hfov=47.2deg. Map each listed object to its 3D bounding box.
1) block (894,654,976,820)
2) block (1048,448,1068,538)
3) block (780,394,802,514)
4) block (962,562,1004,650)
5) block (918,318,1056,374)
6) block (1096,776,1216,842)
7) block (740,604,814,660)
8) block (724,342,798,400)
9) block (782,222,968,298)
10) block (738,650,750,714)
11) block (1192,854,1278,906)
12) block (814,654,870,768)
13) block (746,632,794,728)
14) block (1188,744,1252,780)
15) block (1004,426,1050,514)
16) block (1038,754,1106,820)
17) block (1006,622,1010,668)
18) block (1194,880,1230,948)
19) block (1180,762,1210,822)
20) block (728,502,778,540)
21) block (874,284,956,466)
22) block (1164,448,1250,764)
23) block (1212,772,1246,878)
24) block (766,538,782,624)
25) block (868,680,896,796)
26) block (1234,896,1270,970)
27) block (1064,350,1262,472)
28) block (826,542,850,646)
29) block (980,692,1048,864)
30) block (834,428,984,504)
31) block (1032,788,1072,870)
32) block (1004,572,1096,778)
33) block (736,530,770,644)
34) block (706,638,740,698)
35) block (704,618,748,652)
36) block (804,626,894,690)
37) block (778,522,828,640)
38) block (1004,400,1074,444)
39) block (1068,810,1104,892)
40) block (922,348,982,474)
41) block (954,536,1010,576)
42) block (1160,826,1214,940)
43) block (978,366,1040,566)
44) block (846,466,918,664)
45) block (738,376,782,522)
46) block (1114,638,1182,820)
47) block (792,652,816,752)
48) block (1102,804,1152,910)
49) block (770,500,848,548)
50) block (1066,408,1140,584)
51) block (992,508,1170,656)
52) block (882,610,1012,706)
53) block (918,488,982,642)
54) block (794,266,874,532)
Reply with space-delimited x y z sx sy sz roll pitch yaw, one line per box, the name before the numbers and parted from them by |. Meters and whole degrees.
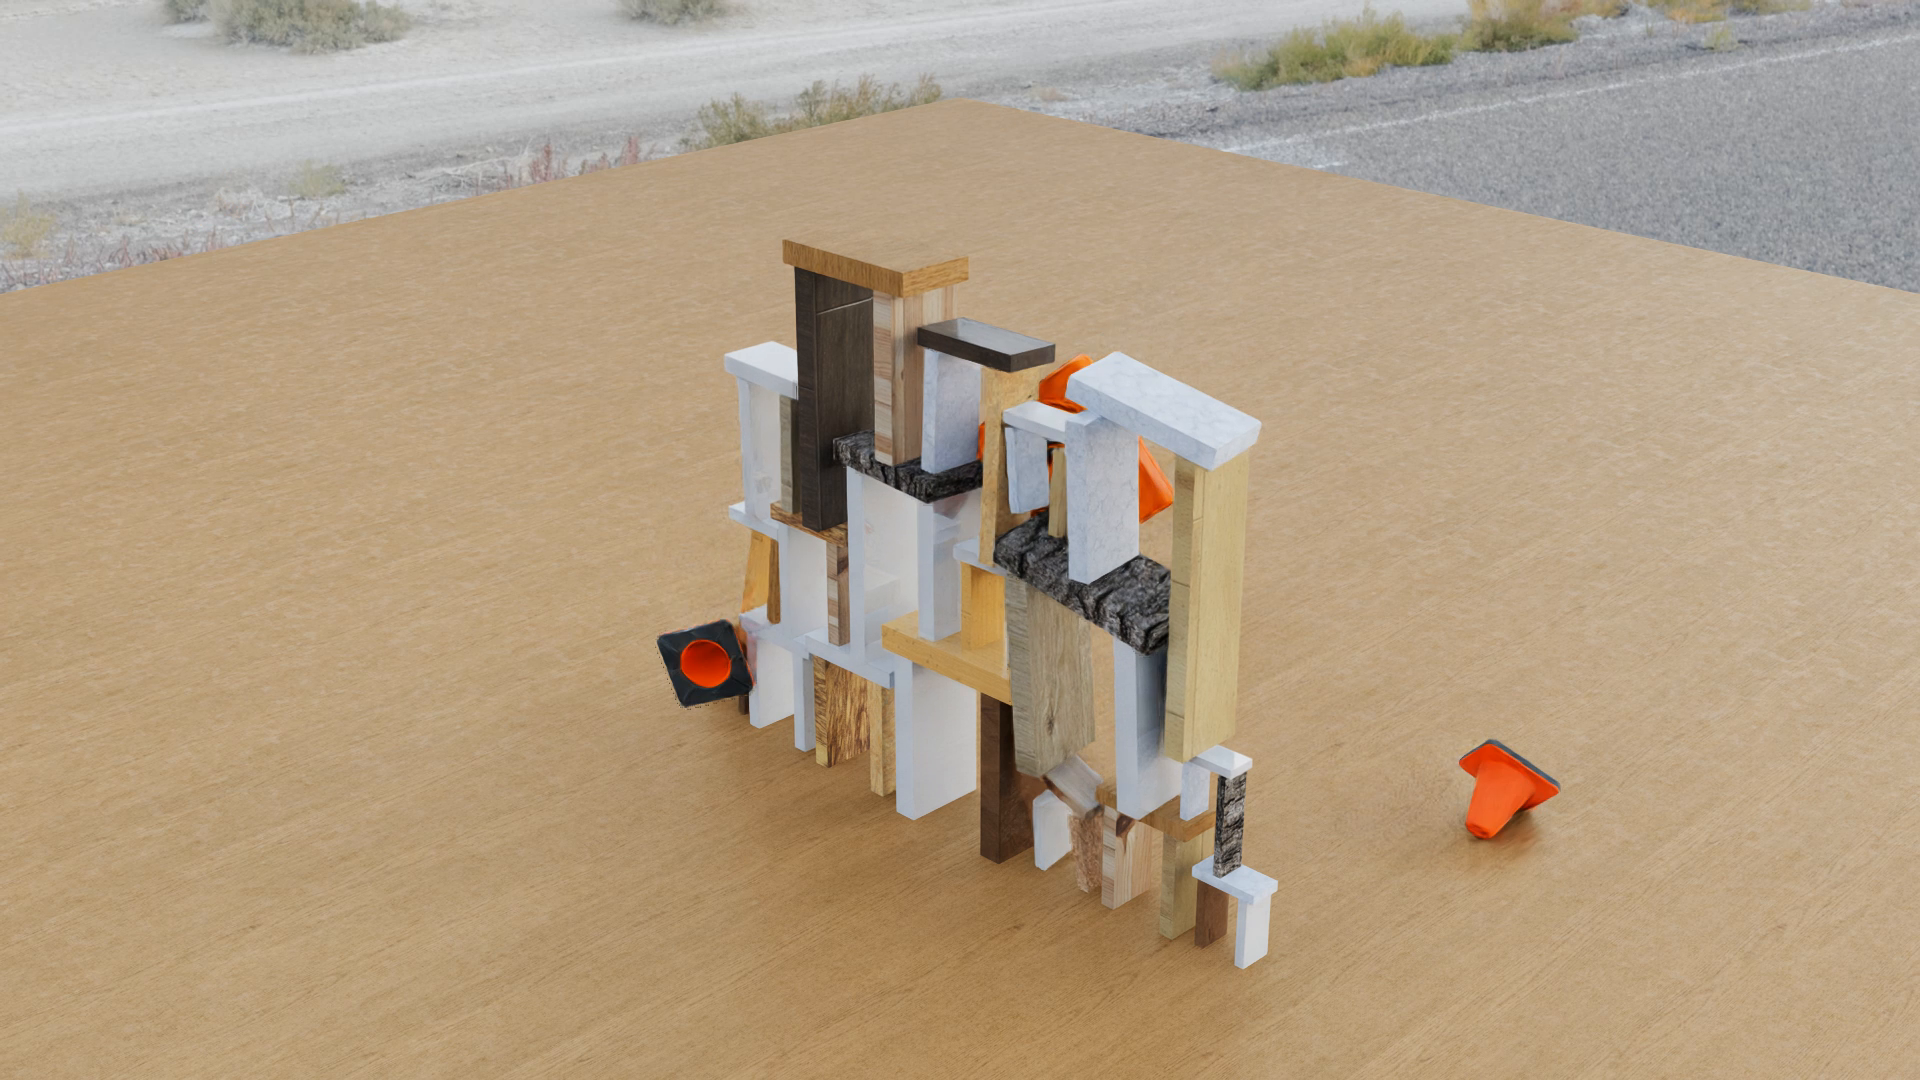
block | -0.048 0.369 4.434 0.051 0.357 0.179 21 31 41
block | 0.197 -0.088 3.912 0.079 0.157 0.022 -14 24 -41
block | -0.306 -0.189 4.477 0.126 0.252 0.036 -20 32 -39
block | 0.044 0.113 4.217 0.026 0.182 0.091 21 31 40
block | 0.047 -0.358 4.022 0.237 0.034 0.118 21 28 41
block | 0.365 0.483 4.034 0.214 0.030 0.107 21 31 40
block | -0.354 0.190 4.695 0.112 0.032 0.225 -21 31 -41
block | -0.352 -0.344 4.469 0.126 0.036 0.252 -20 31 -38
block | -0.162 -0.532 4.169 0.169 0.048 0.337 -21 31 -40
block | -0.457 0.304 4.854 0.021 0.145 0.072 19 28 35
block | 0.493 0.608 3.946 0.140 0.020 0.070 21 31 41
block | -0.246 0.341 4.632 0.036 0.255 0.127 21 31 41
block | -0.408 0.288 4.794 0.113 0.225 0.032 -21 31 -41
block | 0.451 0.386 3.895 0.121 0.017 0.060 21 31 40
block | 0.122 -0.133 3.977 0.079 0.158 0.022 -16 18 -39
block | 0.210 0.451 4.140 0.085 0.024 0.169 -25 51 -32
block | 0.129 0.146 4.138 0.026 0.182 0.091 21 32 40
block | 0.460 0.668 4.008 0.020 0.140 0.070 21 31 41
block | 0.422 0.438 3.947 0.017 0.121 0.060 21 31 40
block | -0.390 -0.044 4.660 0.099 0.028 0.197 -20 30 -38
block | -0.084 -0.324 4.170 0.169 0.337 0.048 -21 31 -40
block | 0.426 0.106 3.811 0.042 0.563 0.149 20 30 40
block | 0.480 0.500 3.912 0.017 0.206 0.060 21 31 41
block | -0.359 0.075 4.671 0.099 0.197 0.028 -20 37 -39
block | -0.126 0.388 4.521 0.036 0.255 0.127 21 31 41
block | 0.526 0.694 3.947 0.020 0.140 0.070 21 31 41
block | 0.344 -0.222 3.734 0.299 0.042 0.149 29 36 26
block | -0.219 0.095 4.504 0.113 0.226 0.032 -21 31 -41
block | 0.121 0.434 4.279 0.179 0.357 0.051 -21 31 -41
block | -0.096 -0.151 4.250 0.150 0.042 0.300 -17 28 -35
block | 0.180 0.547 4.235 0.085 0.169 0.024 -32 45 -33
block | 0.169 0.222 4.067 0.050 0.403 0.176 17 32 39
block | -0.430 0.082 4.772 0.028 0.289 0.099 20 27 19
block | -0.529 0.278 4.918 0.072 0.145 0.021 -14 27 -34
block | -0.487 0.213 4.853 0.145 0.021 0.072 17 26 29
block | -0.186 0.230 4.520 0.255 0.036 0.127 21 31 41
block | -0.323 0.069 4.607 0.113 0.260 0.032 -19 30 -38
block | 0.162 -0.210 3.924 0.157 0.022 0.079 22 31 37
block | 0.252 0.576 4.169 0.024 0.169 0.085 20 40 41
block | -0.016 -0.252 4.123 0.034 0.237 0.118 21 29 39
block | 0.085 0.034 4.133 0.182 0.026 0.091 20 30 40
block | 0.416 0.616 4.035 0.030 0.214 0.107 21 31 41
block | 0.090 -0.144 4.036 0.034 0.371 0.118 16 24 33
block | -0.153 0.032 4.407 0.042 0.417 0.150 21 31 41
block | -0.396 -0.206 4.596 0.126 0.319 0.036 -21 30 -39
block | 0.356 0.309 3.949 0.050 0.352 0.176 21 34 40
block | -0.302 0.329 4.696 0.112 0.225 0.032 -21 31 -41
block | 0.315 0.576 4.129 0.030 0.214 0.107 21 31 41
block | -0.272 -0.045 4.502 0.226 0.032 0.113 21 31 41
block | 0.249 -0.089 3.823 0.042 0.299 0.149 18 32 37
block | 0.250 0.066 3.912 0.352 0.050 0.176 32 41 28
block | 0.036 0.214 4.276 0.357 0.051 0.179 21 31 41
block | -0.013 0.033 4.254 0.042 0.300 0.150 21 31 41
block | -0.241 -0.293 4.357 0.048 0.539 0.169 21 31 40
